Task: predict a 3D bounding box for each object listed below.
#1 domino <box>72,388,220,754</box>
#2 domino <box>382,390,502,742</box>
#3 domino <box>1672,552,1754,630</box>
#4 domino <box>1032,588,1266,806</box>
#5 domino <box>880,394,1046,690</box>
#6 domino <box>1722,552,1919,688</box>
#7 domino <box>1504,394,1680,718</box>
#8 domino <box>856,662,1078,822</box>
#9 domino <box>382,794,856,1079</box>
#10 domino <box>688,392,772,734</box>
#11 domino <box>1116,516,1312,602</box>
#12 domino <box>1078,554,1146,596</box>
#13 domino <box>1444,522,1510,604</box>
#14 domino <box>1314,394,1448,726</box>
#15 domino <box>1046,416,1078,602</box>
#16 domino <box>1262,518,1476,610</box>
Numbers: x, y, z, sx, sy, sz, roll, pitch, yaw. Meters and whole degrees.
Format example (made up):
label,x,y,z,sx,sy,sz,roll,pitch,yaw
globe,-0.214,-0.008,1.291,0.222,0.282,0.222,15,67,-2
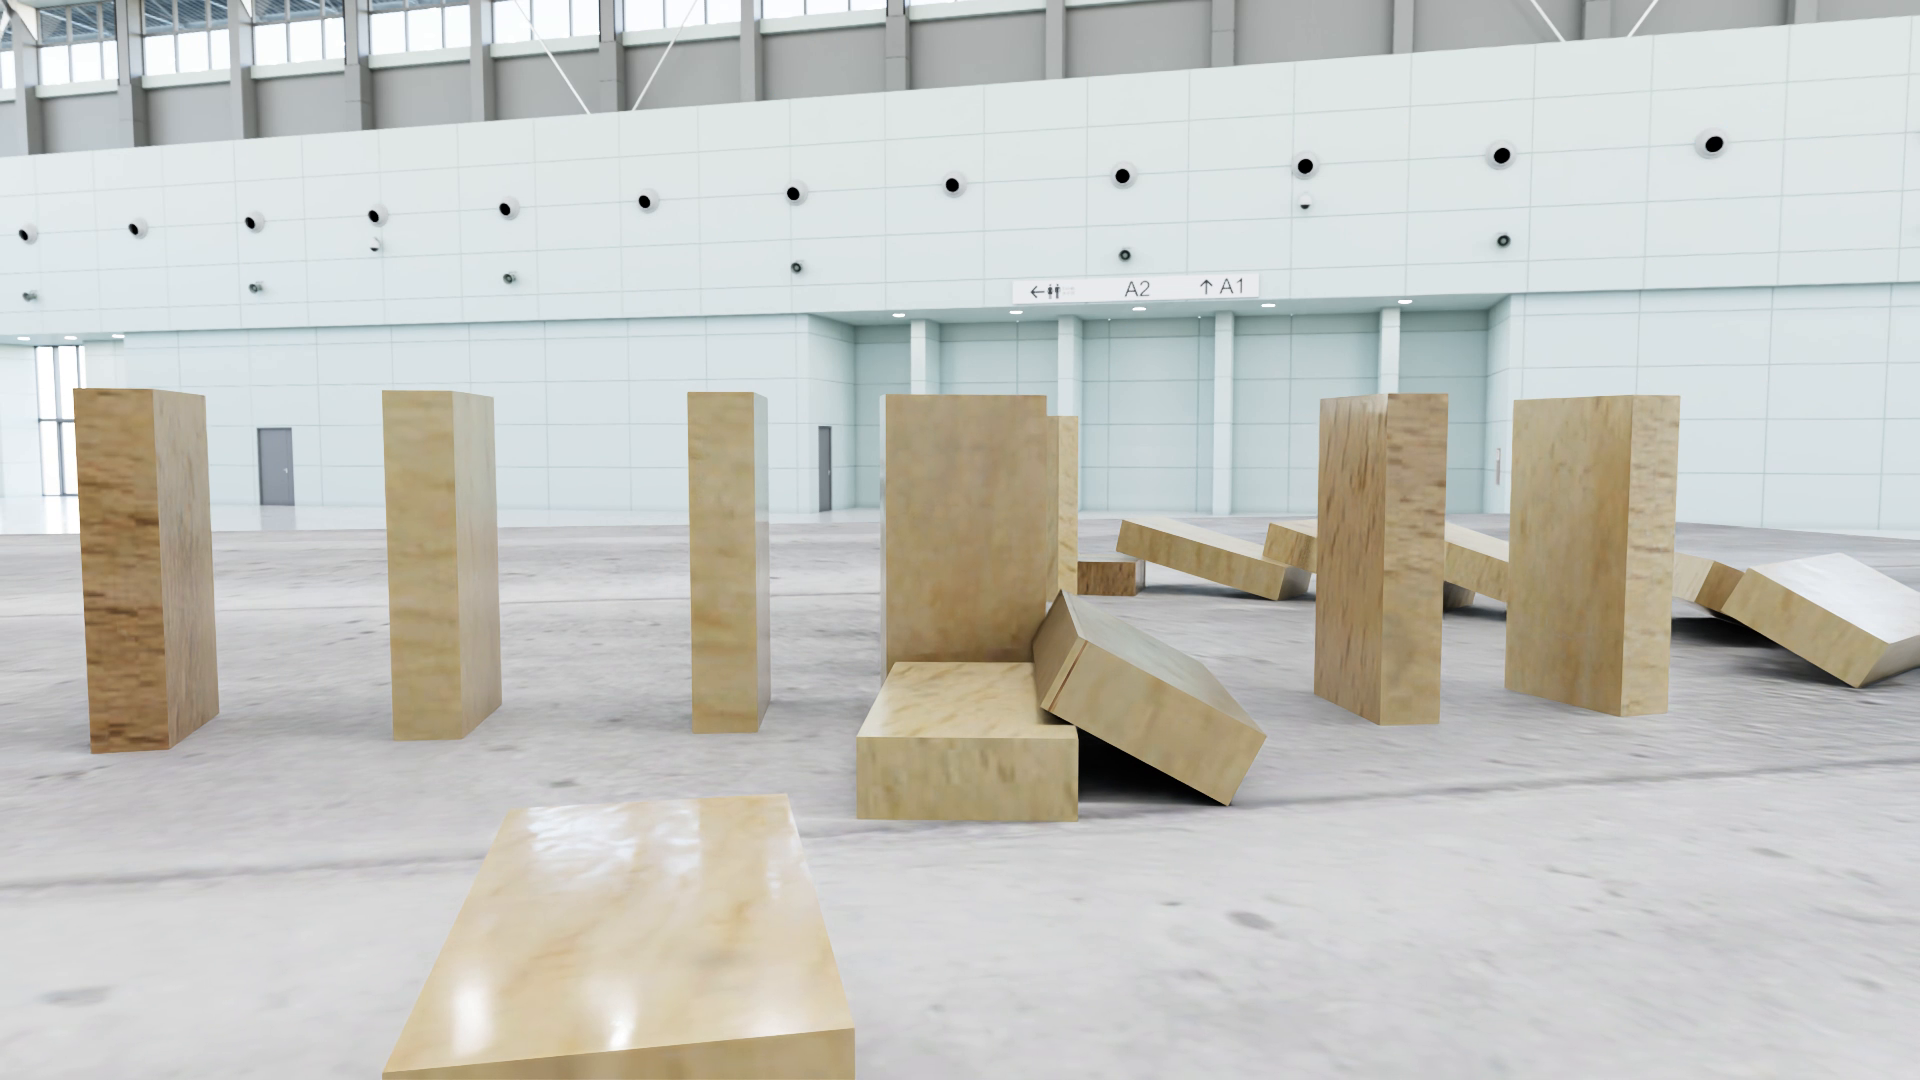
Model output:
label,x,y,z,sx,sy,sz,roll,pitch,yaw
domino,-0.118,0.003,0.188,0.009,0.050,0.025,-1,4,-16
domino,-0.078,0.003,0.195,0.009,0.050,0.025,-1,4,-7
domino,0.171,0.012,0.291,0.025,0.009,0.050,23,8,8
domino,0.024,0.019,0.175,0.025,0.009,0.050,28,5,0
domino,0.000,0.002,0.203,0.025,0.050,0.009,-1,4,-9
domino,0.170,0.014,0.245,0.050,0.010,0.025,-4,33,-39
domino,0.103,0.002,0.211,0.009,0.050,0.025,-1,5,-19
domino,0.002,0.025,0.170,0.025,0.010,0.050,0,4,2
domino,-0.023,0.031,0.095,0.025,0.010,0.050,-1,4,-12
domino,-0.035,0.003,0.200,0.010,0.050,0.025,0,4,-4
domino,0.073,0.005,0.370,0.050,0.009,0.025,18,13,31
domino,0.028,0.010,0.376,0.050,0.009,0.025,1,4,15
domino,0.136,0.008,0.319,0.025,0.009,0.050,-2,19,-40
domino,0.067,0.002,0.205,0.009,0.050,0.025,-1,4,-7
domino,0.019,-0.009,0.354,0.025,0.050,0.009,3,5,38
domino,0.111,0.006,0.347,0.025,0.009,0.050,-4,19,-44
